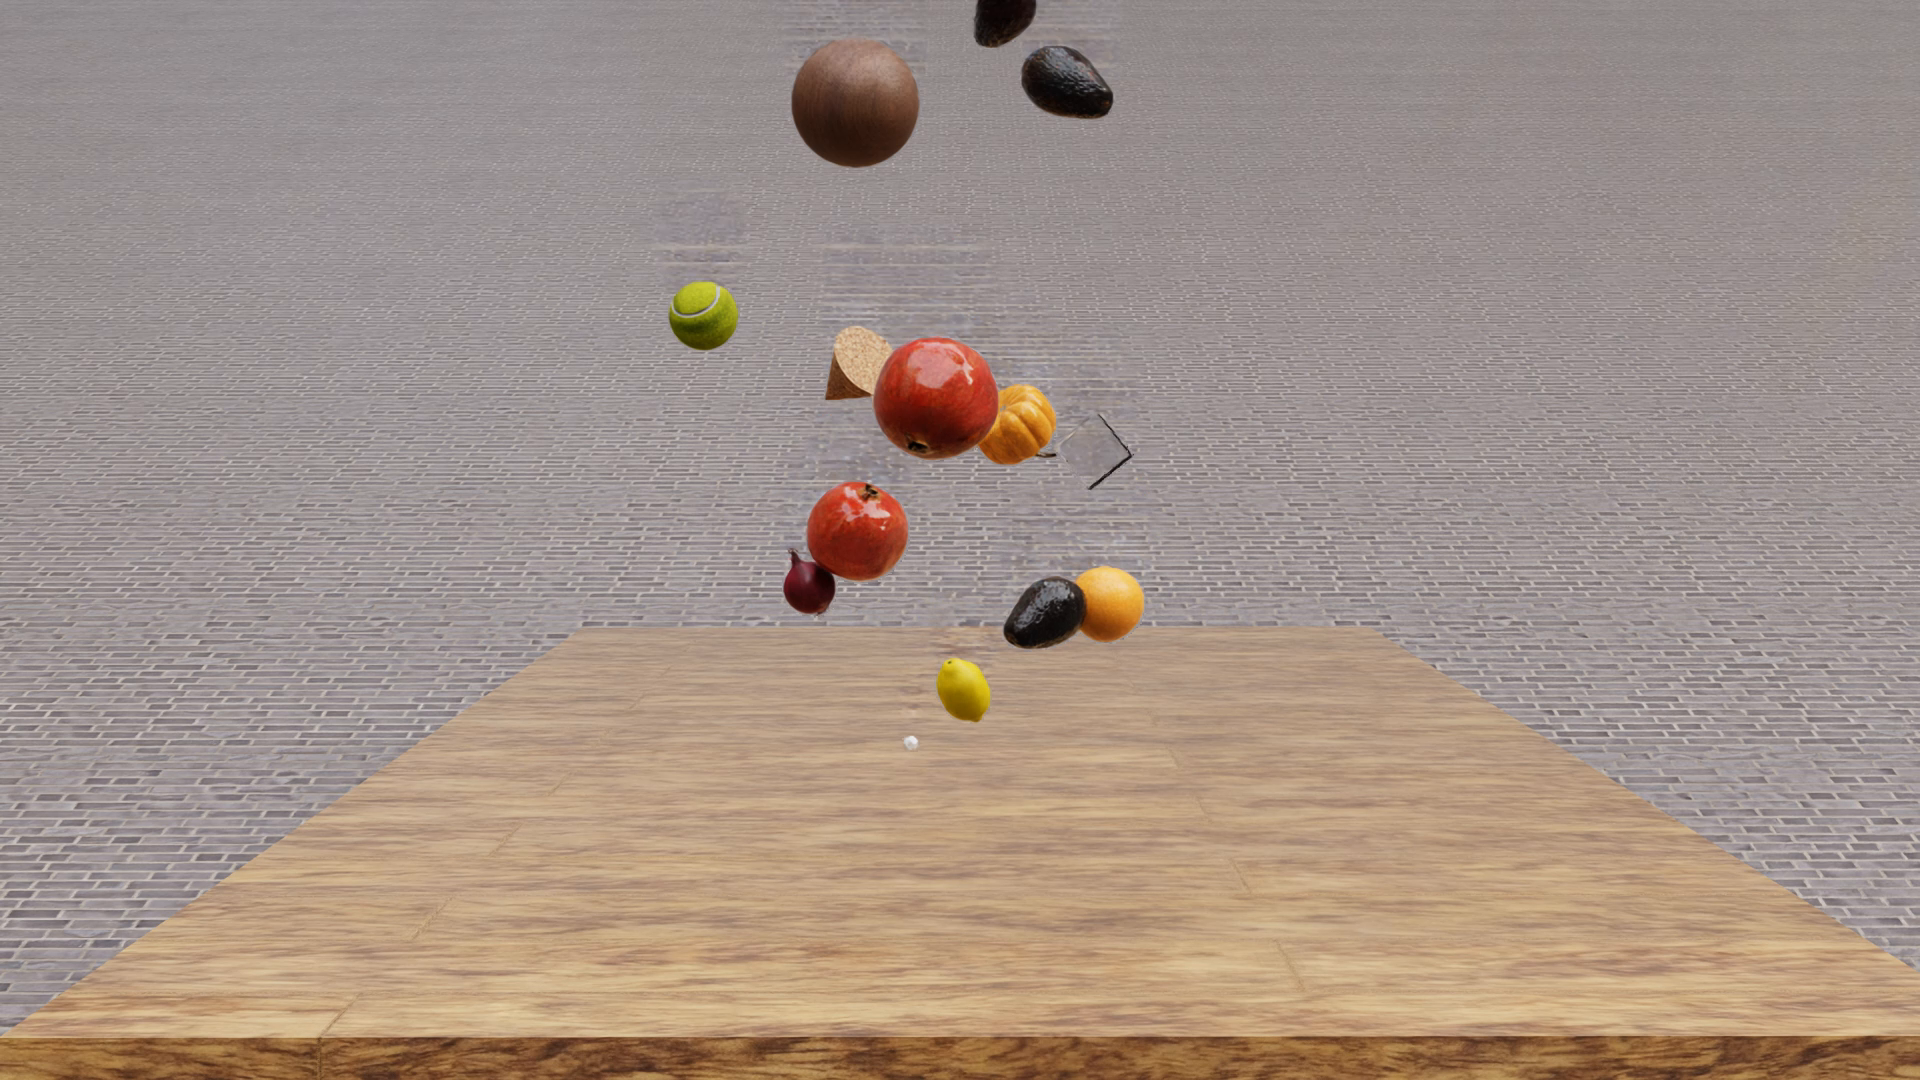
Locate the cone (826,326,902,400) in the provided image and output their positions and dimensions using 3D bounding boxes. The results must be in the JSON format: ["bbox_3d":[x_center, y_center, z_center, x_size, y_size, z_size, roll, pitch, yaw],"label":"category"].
[{"bbox_3d":[-0.127,-0.178,2.864,0.088,0.088,0.088,-22,-13,-47],"label":"cone"}]

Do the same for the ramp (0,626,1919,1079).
[{"bbox_3d":[0.045,0.406,4.538,2.000,0.100,4.000,0,4,0],"label":"ramp"}]

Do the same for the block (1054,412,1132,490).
[{"bbox_3d":[0.142,-0.096,2.753,0.058,0.058,0.058,-39,4,2],"label":"block"}]
